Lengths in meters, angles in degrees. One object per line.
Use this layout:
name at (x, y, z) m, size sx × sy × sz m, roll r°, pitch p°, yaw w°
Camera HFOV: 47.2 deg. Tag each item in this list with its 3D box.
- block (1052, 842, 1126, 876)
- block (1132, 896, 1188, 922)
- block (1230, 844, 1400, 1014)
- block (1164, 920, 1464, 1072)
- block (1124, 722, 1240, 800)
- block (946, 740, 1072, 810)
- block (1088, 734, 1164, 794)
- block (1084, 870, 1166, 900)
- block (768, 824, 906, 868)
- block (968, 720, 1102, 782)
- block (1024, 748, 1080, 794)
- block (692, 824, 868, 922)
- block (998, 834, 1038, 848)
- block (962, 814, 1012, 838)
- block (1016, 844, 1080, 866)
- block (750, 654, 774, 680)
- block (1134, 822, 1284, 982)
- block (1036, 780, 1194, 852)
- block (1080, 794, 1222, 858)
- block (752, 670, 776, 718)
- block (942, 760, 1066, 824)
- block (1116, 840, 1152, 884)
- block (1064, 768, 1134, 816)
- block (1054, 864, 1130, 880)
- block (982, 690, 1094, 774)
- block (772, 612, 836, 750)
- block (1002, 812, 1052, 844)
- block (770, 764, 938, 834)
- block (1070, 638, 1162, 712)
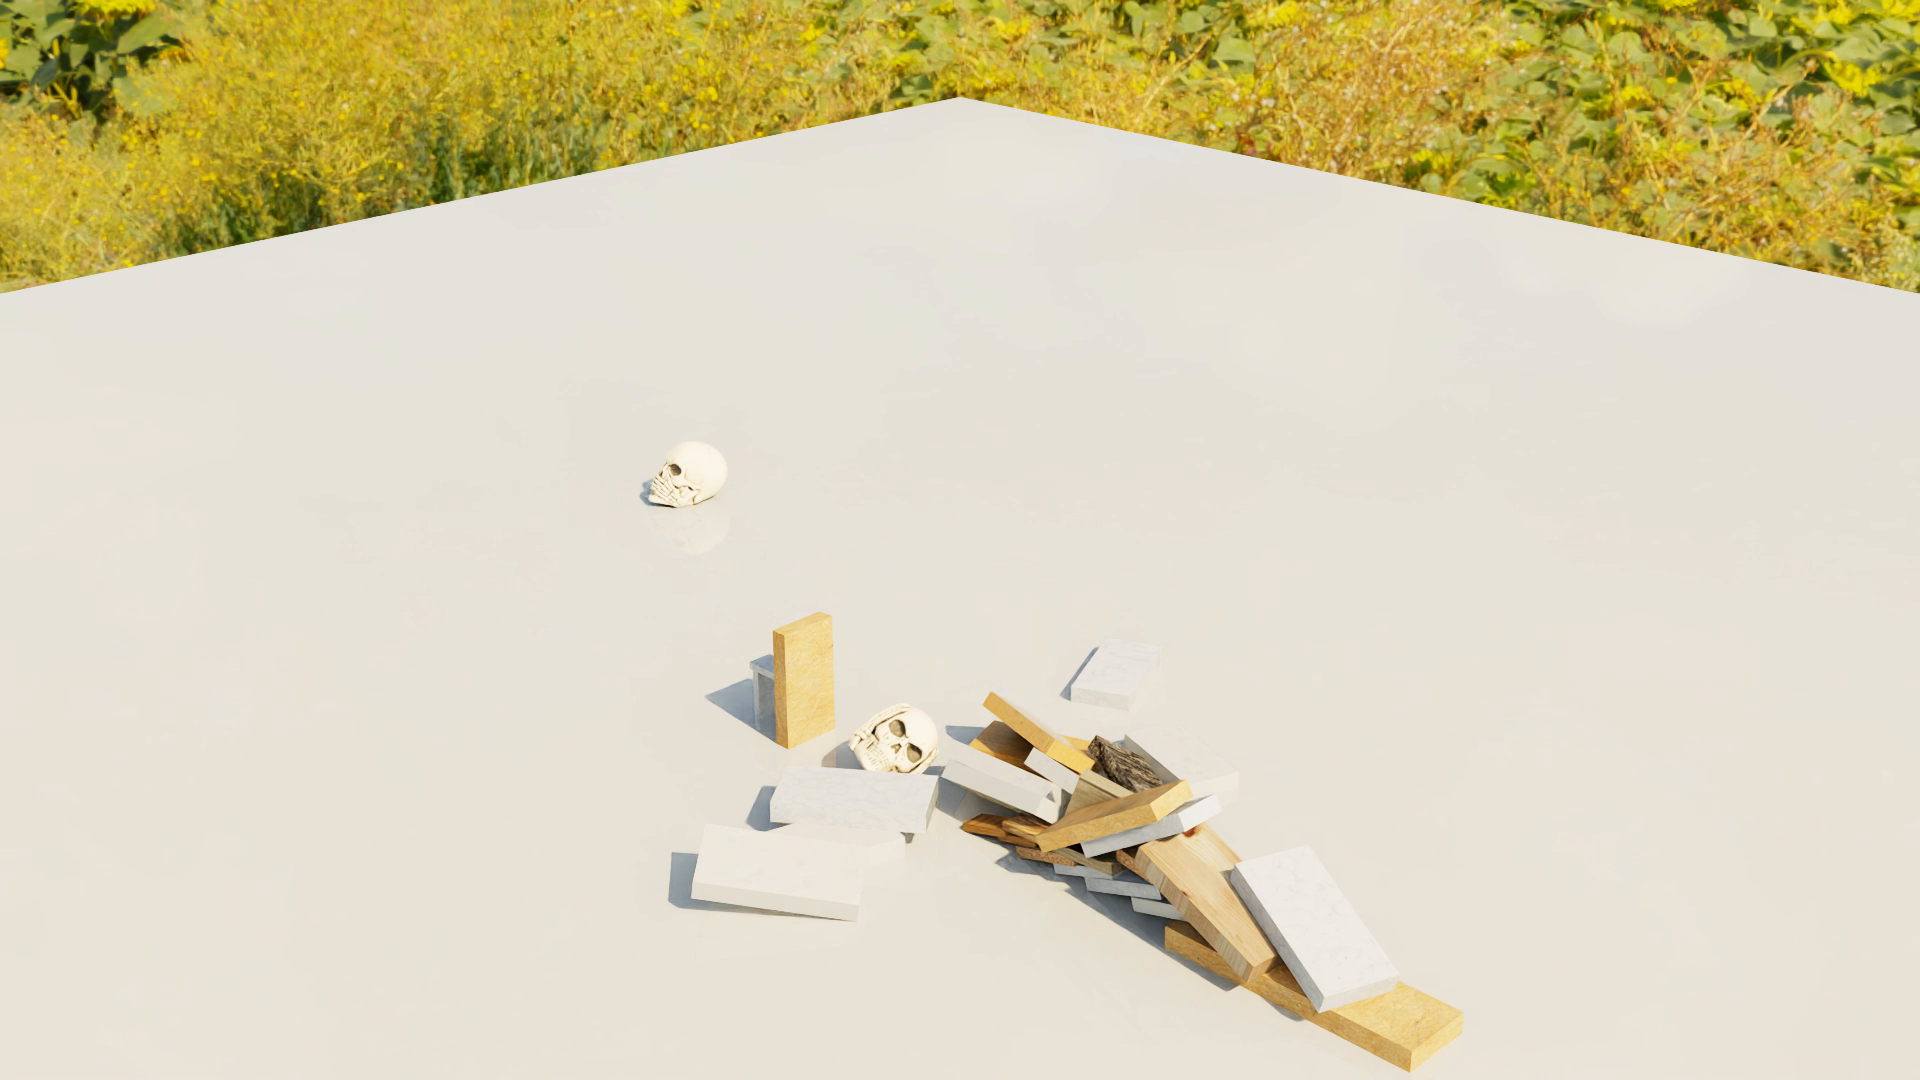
block at (0.257, 0.590, 4.170) m, size 0.077 × 0.022 × 0.155 m, roll -21°, pitch 25°, yaw -40°
block at (0.420, 0.666, 4.052) m, size 0.097 × 0.028 × 0.194 m, roll -21°, pitch 14°, yaw -38°
block at (0.621, 0.679, 3.866) m, size 0.155 × 0.044 × 0.310 m, roll -11°, pitch 44°, yaw -23°
block at (0.616, 0.774, 3.881) m, size 0.532 × 0.044 × 0.155 m, roll 21°, pitch 31°, yaw 41°
block at (0.464, 0.462, 4.625) m, size 0.126 × 0.036 × 0.252 m, roll -11°, pitch 25°, yaw -24°
block at (0.111, 0.485, 4.470) m, size 0.269 × 0.038 × 0.135 m, roll 20°, pitch -10°, yaw 39°
block at (0.358, 0.491, 4.477) m, size 0.126 × 0.036 × 0.252 m, roll 27°, pitch 12°, yaw -25°
block at (0.338, 0.638, 4.143) m, size 0.097 × 0.028 × 0.194 m, roll -21°, pitch 12°, yaw -40°
block at (-0.281, 0.603, 4.283) m, size 0.310 × 0.044 × 0.155 m, roll -13°, pitch 26°, yaw -28°
block at (0.166, 0.452, 4.646) m, size 0.270 × 0.038 × 0.135 m, roll 11°, pitch 25°, yaw 23°
block at (0.262, 0.509, 4.399) m, size 0.269 × 0.038 × 0.135 m, roll 29°, pitch -4°, yaw 45°
block at (-0.337, 0.624, 4.133) m, size 0.310 × 0.044 × 0.155 m, roll 8°, pitch 36°, yaw -2°
block at (0.132, 0.580, 4.323) m, size 0.057 × 0.016 × 0.113 m, roll -20°, pitch 14°, yaw -37°
block at (0.066, 0.567, 4.368) m, size 0.113 × 0.016 × 0.057 m, roll 2°, pitch 17°, yaw 45°
block at (0.191, 0.600, 4.266) m, size 0.077 × 0.022 × 0.155 m, roll -21°, pitch 15°, yaw -40°
block at (-0.399, 0.281, 4.784) m, size 0.114 × 0.016 × 0.057 m, roll 21°, pitch 31°, yaw 41°
block at (0.472, 0.643, 3.946) m, size 0.155 × 0.044 × 0.310 m, roll -19°, pitch 49°, yaw -34°
block at (0.286, 0.515, 4.098) m, size 0.292 × 0.035 × 0.122 m, roll -23°, pitch 2°, yaw 42°
block at (0.352, 0.529, 4.070) m, size 0.245 × 0.035 × 0.122 m, roll -23°, pitch -3°, yaw 42°
block at (-0.426, 0.331, 4.835) m, size 0.016 × 0.114 × 0.057 m, roll 21°, pitch 31°, yaw 41°
block at (0.102, 0.511, 4.376) m, size 0.269 × 0.038 × 0.135 m, roll 16°, pitch -12°, yaw 45°
block at (0.391, 0.607, 4.063) m, size 0.097 × 0.028 × 0.194 m, roll -20°, pitch 34°, yaw -35°
block at (0.326, 0.549, 4.222) m, size 0.245 × 0.122 × 0.035 m, roll 27°, pitch 31°, yaw 14°
block at (0.261, 0.620, 4.209) m, size 0.077 × 0.022 × 0.155 m, roll -21°, pitch 12°, yaw -40°
block at (0.162, 0.402, 4.580) m, size 0.126 × 0.036 × 0.252 m, roll 31°, pitch 2°, yaw -37°
block at (-0.333, 0.301, 4.707) m, size 0.038 × 0.270 × 0.135 m, roll 21°, pitch 31°, yaw 40°
block at (0.143, 0.564, 4.286) m, size 0.057 × 0.016 × 0.113 m, roll -20°, pitch 25°, yaw -40°
block at (-0.209, 0.515, 4.379) m, size 0.311 × 0.044 × 0.155 m, roll 3°, pitch 23°, yaw 8°
block at (0.358, 0.303, 4.997) m, size 0.135 × 0.038 × 0.270 m, roll 8°, pitch 24°, yaw 19°
